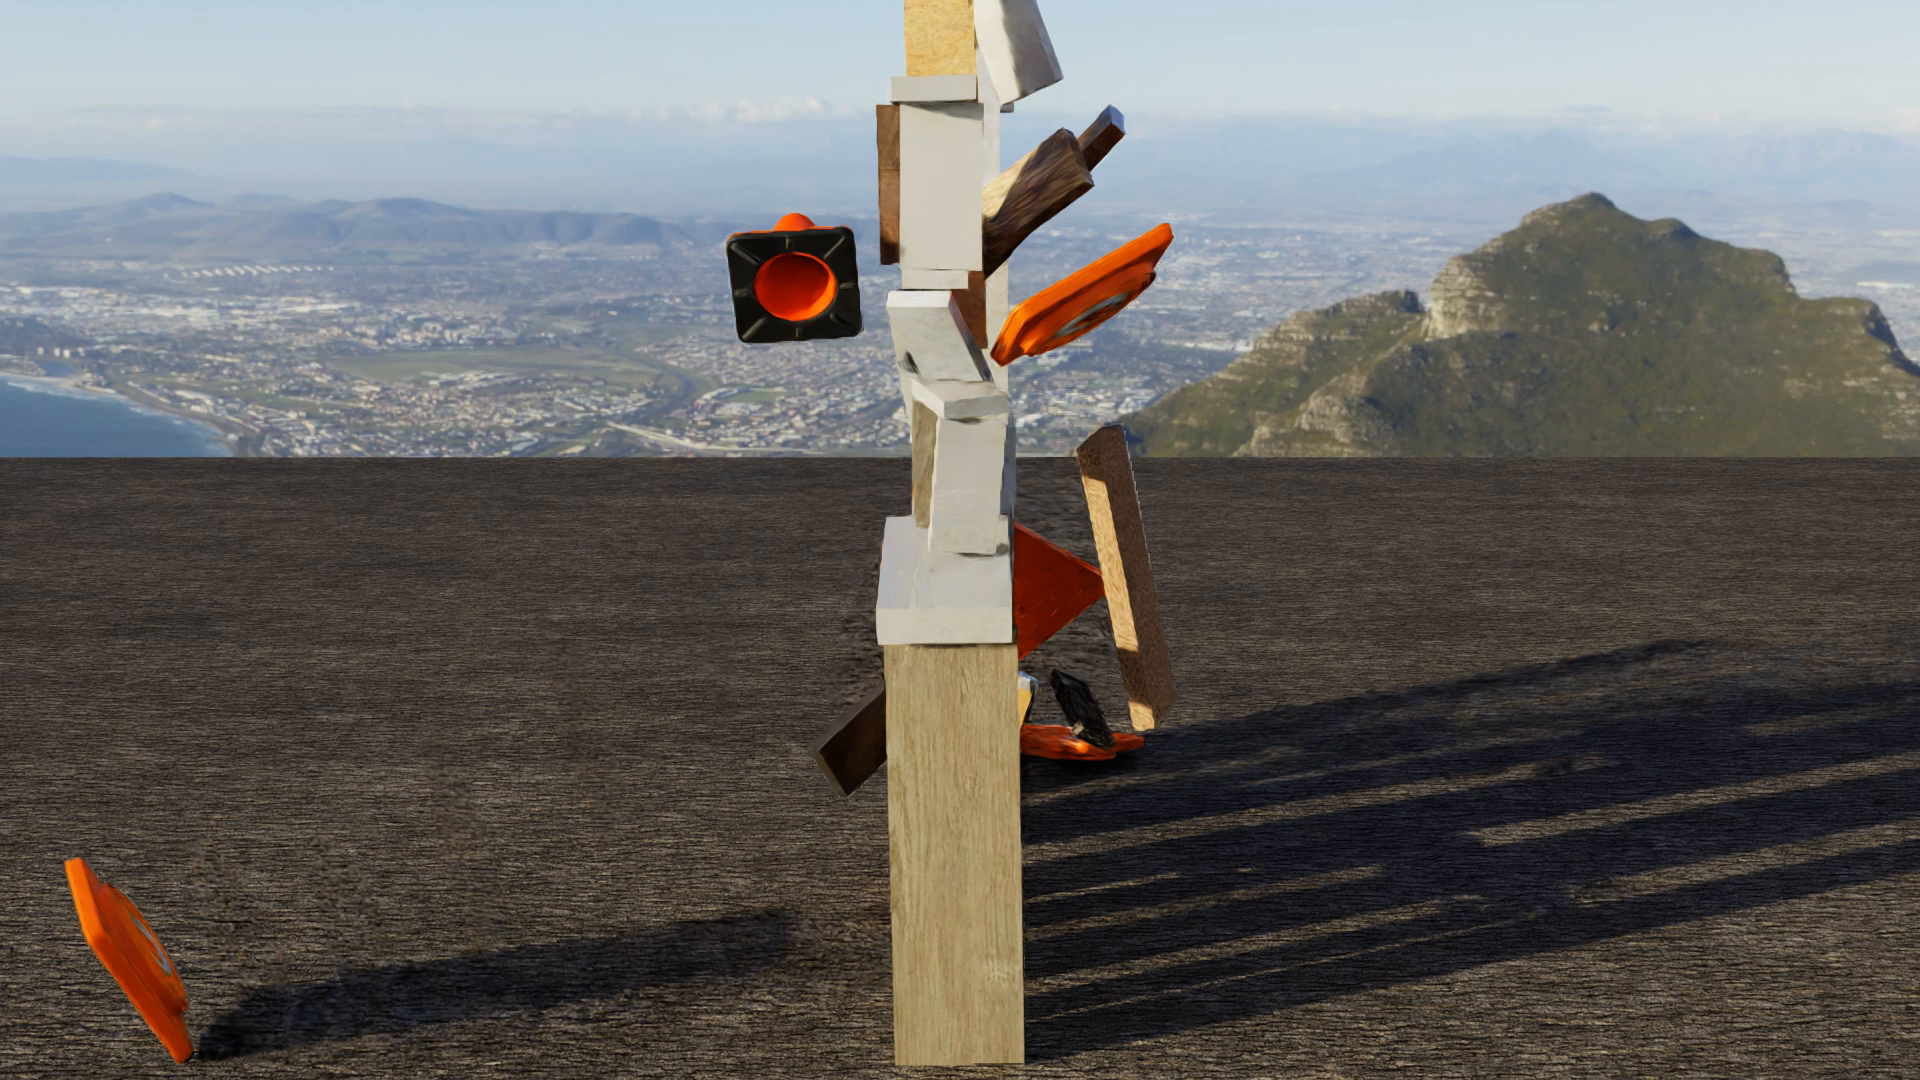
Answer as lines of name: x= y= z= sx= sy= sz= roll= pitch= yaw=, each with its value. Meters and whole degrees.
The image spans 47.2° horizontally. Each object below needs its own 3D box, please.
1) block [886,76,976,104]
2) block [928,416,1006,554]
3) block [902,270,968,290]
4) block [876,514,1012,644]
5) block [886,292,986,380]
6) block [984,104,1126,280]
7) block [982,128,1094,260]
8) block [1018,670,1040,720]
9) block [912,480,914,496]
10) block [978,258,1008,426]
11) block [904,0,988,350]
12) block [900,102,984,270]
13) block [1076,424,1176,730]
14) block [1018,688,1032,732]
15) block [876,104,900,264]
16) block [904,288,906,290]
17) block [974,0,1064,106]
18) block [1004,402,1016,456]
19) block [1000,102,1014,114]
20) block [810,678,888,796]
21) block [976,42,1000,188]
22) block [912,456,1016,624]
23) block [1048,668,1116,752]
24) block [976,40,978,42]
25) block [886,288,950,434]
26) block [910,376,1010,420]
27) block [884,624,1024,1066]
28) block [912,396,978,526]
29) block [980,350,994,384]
block: x=-0.042 y=-0.606 z=2.962 sx=0.110 sy=0.031 sz=0.221 roll=-2 pitch=11 yaw=-3
block: x=0.009 y=-0.074 z=2.987 sx=0.091 sy=0.182 sz=0.026 roll=3 pitch=10 yaw=-9
block: x=-0.033 y=-0.364 z=3.025 sx=0.088 sy=0.025 sz=0.175 roll=1 pitch=10 yaw=0
block: x=-0.019 y=0.049 z=3.015 sx=0.176 sy=0.050 sz=0.352 roll=-1 pitch=21 yaw=1
block: x=-0.031 y=-0.275 z=2.977 sx=0.088 sy=0.025 sz=0.175 roll=3 pitch=-28 yaw=20
block: x=0.129 y=-0.522 z=3.331 sx=0.028 sy=0.319 sz=0.100 roll=39 pitch=22 yaw=-15
block: x=0.102 y=-0.514 z=3.268 sx=0.198 sy=0.099 sz=0.028 roll=-33 pitch=-28 yaw=29
block: x=0.071 y=0.277 z=4.207 sx=0.164 sy=0.082 sz=0.023 roll=23 pitch=13 yaw=34
block: x=-0.026 y=-0.041 z=3.203 sx=0.082 sy=0.164 sz=0.023 roll=-2 pitch=13 yaw=2
block: x=0.001 y=-0.335 z=3.500 sx=0.151 sy=0.301 sz=0.043 roll=0 pitch=9 yaw=0
block: x=-0.022 y=-0.552 z=3.133 sx=0.099 sy=0.563 sz=0.028 roll=-2 pitch=4 yaw=3
block: x=-0.025 y=-0.473 z=2.939 sx=0.110 sy=0.221 sz=0.031 roll=1 pitch=10 yaw=1
block: x=0.296 y=0.067 z=3.887 sx=0.040 sy=0.522 sz=0.141 roll=-6 pitch=16 yaw=23
block: x=0.038 y=0.383 z=4.060 sx=0.124 sy=0.247 sz=0.035 roll=17 pitch=-11 yaw=7
block: x=-0.058 y=-0.500 z=3.083 sx=0.110 sy=0.220 sz=0.031 roll=-1 pitch=9 yaw=5
block: x=-0.019 y=-0.496 z=3.870 sx=0.141 sy=0.040 sz=0.282 roll=4 pitch=-35 yaw=-5
block: x=0.072 y=-0.751 z=3.225 sx=0.099 sy=0.198 sz=0.028 roll=-18 pitch=5 yaw=35
block: x=0.006 y=-0.187 z=3.662 sx=0.166 sy=0.047 sz=0.332 roll=0 pitch=11 yaw=0
block: x=0.002 y=-0.939 z=3.816 sx=0.176 sy=0.388 sz=0.050 roll=-4 pitch=8 yaw=-21
block: x=-0.167 y=0.360 z=4.125 sx=0.230 sy=0.115 sz=0.033 roll=-42 pitch=29 yaw=-25
block: x=0.001 y=-0.653 z=3.460 sx=0.126 sy=0.252 sz=0.036 roll=0 pitch=9 yaw=-1
block: x=0.006 y=0.020 z=3.586 sx=0.166 sy=0.332 sz=0.047 roll=0 pitch=10 yaw=0
block: x=0.219 y=0.307 z=3.969 sx=0.082 sy=0.023 sz=0.164 roll=27 pitch=24 yaw=-34
block: x=0.002 y=-0.811 z=3.521 sx=0.126 sy=0.036 sz=0.252 roll=-1 pitch=10 yaw=-4
block: x=-0.043 y=-0.252 z=3.137 sx=0.088 sy=0.224 sz=0.025 roll=-7 pitch=27 yaw=7
block: x=-0.001 y=-0.201 z=3.031 sx=0.091 sy=0.026 sz=0.182 roll=-8 pitch=17 yaw=-14
block: x=-0.006 y=0.414 z=2.965 sx=0.176 sy=0.600 sz=0.050 roll=-1 pitch=10 yaw=0
block: x=-0.020 y=-0.112 z=3.111 sx=0.091 sy=0.182 sz=0.026 roll=-3 pitch=14 yaw=-8
block: x=-0.008 y=-0.287 z=3.346 sx=0.074 sy=0.149 sz=0.021 roll=-18 pitch=26 yaw=12
